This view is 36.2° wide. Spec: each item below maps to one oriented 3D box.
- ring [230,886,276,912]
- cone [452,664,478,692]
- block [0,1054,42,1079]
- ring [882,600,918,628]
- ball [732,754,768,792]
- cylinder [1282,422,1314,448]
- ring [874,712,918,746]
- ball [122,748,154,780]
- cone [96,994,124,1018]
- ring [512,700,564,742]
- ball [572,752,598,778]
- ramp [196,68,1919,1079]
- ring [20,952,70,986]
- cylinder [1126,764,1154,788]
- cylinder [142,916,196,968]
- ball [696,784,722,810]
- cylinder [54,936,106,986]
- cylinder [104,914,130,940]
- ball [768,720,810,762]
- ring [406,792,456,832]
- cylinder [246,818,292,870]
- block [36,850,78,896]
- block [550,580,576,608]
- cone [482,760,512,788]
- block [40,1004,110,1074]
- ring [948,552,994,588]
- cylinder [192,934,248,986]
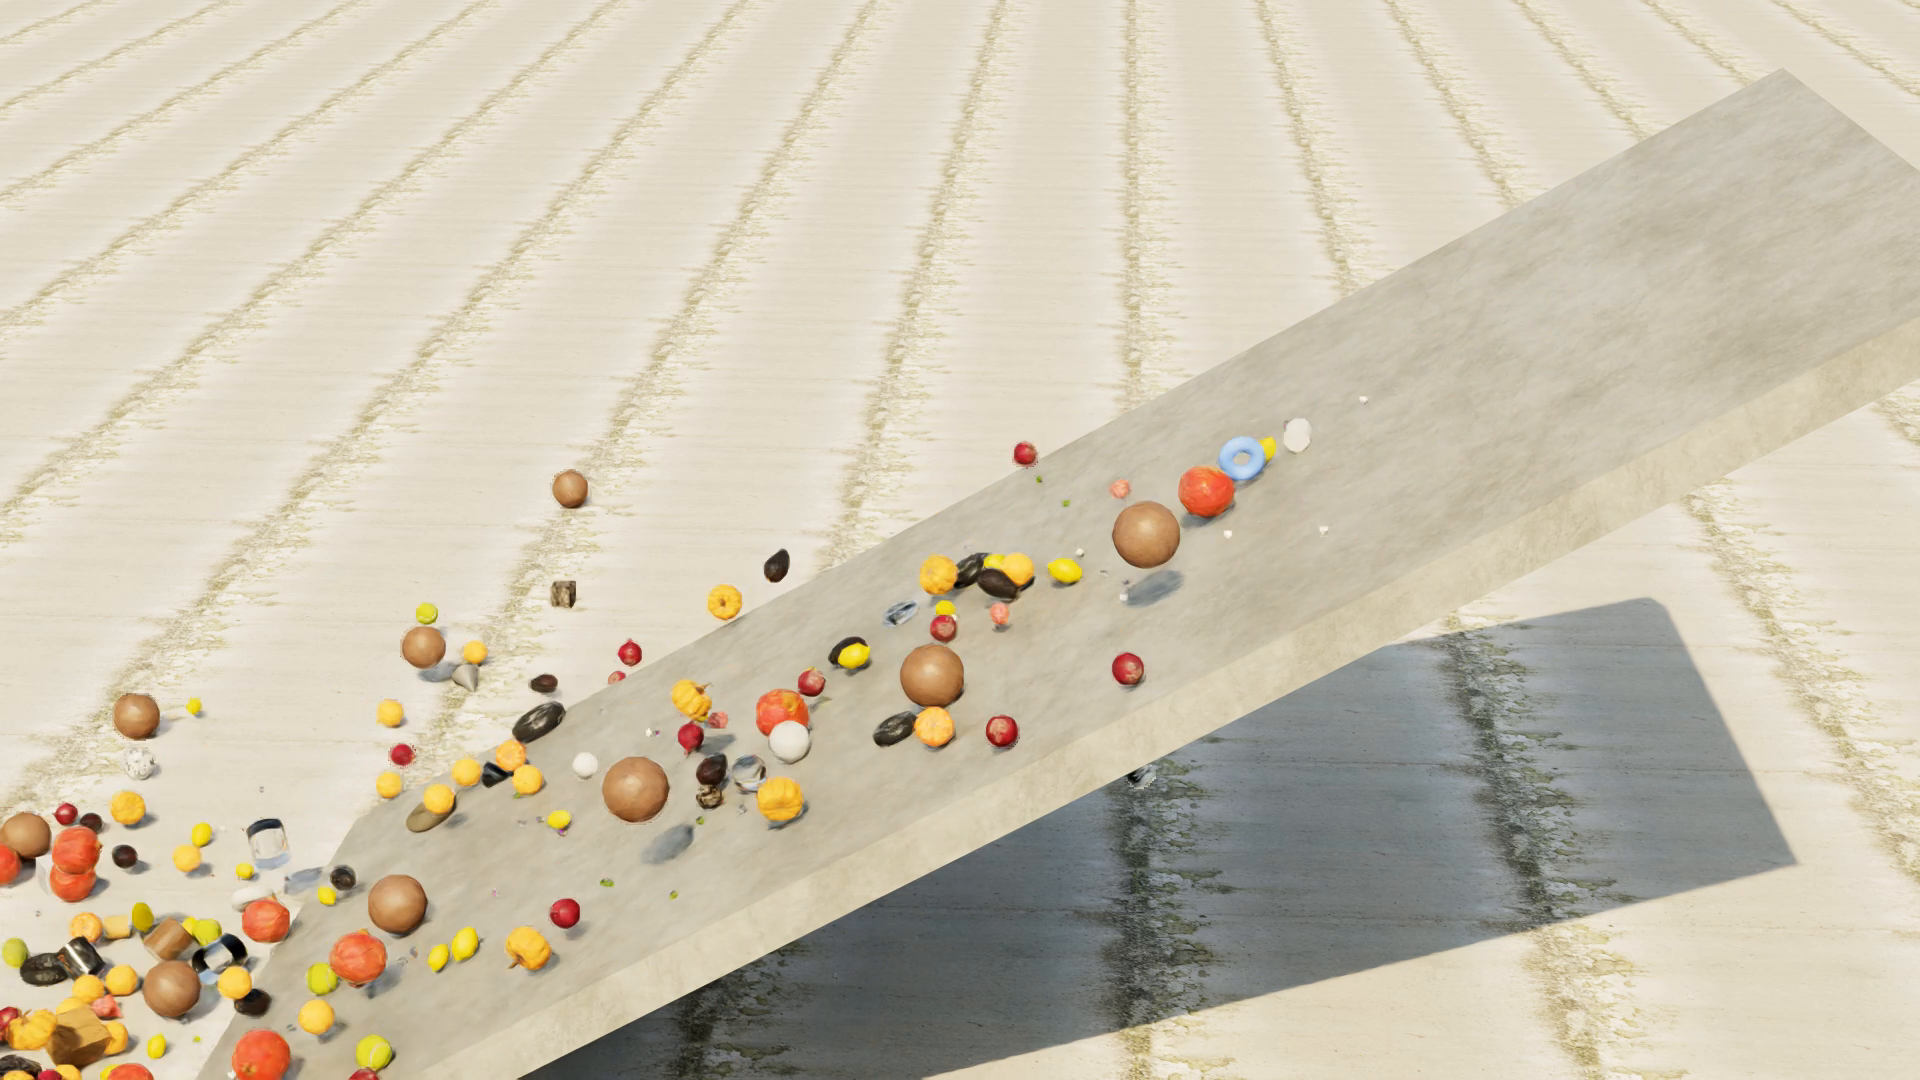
[{"bbox_3d":[-1.748,0.887,7.268,0.111,0.111,0.037,-7,63,-19],"label":"ring"},{"bbox_3d":[-1.457,0.427,8.740,0.083,0.083,0.083,-10,47,-28],"label":"cone"},{"bbox_3d":[-2.051,1.181,6.359,0.092,0.092,0.092,10,21,27],"label":"block"},{"bbox_3d":[-0.134,0.164,6.585,0.093,0.031,0.093,-28,13,7],"label":"ring"},{"bbox_3d":[-0.432,0.477,6.029,0.075,0.075,0.075,0,18,0],"label":"ball"},{"bbox_3d":[0.706,-0.219,6.144,0.055,0.055,0.055,7,7,19],"label":"cylinder"},{"bbox_3d":[-0.129,0.376,5.851,0.098,0.033,0.098,-27,15,8],"label":"ring"},{"bbox_3d":[-2.259,0.615,8.088,0.088,0.088,0.088,0,18,0],"label":"ball"},{"bbox_3d":[-1.946,1.083,6.763,0.058,0.058,0.058,31,25,8],"label":"cone"},{"bbox_3d":[-1.062,0.458,7.414,0.147,0.049,0.147,-28,16,9],"label":"ring"},{"bbox_3d":[-0.864,0.520,6.782,0.059,0.059,0.059,0,18,0],"label":"ball"},{"bbox_3d":[0.142,0.167,6.283,4.000,0.100,2.000,-28,15,12],"label":"ramp"},{"bbox_3d":[-2.157,1.014,6.949,0.123,0.041,0.123,0,19,0],"label":"ring"},{"bbox_3d":[0.486,0.631,8.034,0.065,0.065,0.065,-36,8,6],"label":"cylinder"},{"bbox_3d":[-1.883,0.956,6.996,0.088,0.088,0.088,19,58,45],"label":"cylinder"},{"bbox_3d":[-0.517,0.530,6.069,0.052,0.052,0.052,0,18,0],"label":"ball"},{"bbox_3d":[-2.066,0.987,6.906,0.083,0.083,0.083,49,34,9],"label":"cylinder"},{"bbox_3d":[-2.049,0.941,7.147,0.055,0.055,0.055,-6,19,-16],"label":"cylinder"},{"bbox_3d":[-0.351,0.415,6.059,0.085,0.085,0.085,0,18,0],"label":"ball"},{"bbox_3d":[-1.290,0.665,7.176,0.135,0.045,0.135,-27,15,8],"label":"ring"},{"bbox_3d":[-1.695,0.746,7.213,0.093,0.093,0.093,-8,55,-22],"label":"cylinder"},{"bbox_3d":[-2.278,0.841,7.418,0.077,0.077,0.077,-12,22,-32],"label":"block"},{"bbox_3d":[-1.276,0.174,9.459,0.068,0.068,0.068,2,18,5],"label":"block"},{"bbox_3d":[-1.119,0.574,7.171,0.068,0.068,0.068,2,18,15],"label":"cone"},{"bbox_3d":[-1.962,1.106,6.521,0.096,0.096,0.096,-18,60,-43],"label":"block"},{"bbox_3d":[0.024,0.067,6.580,0.116,0.039,0.116,-27,15,8],"label":"ring"},{"bbox_3d":[-1.737,0.983,6.900,0.092,0.092,0.092,6,18,19],"label":"cylinder"}]
